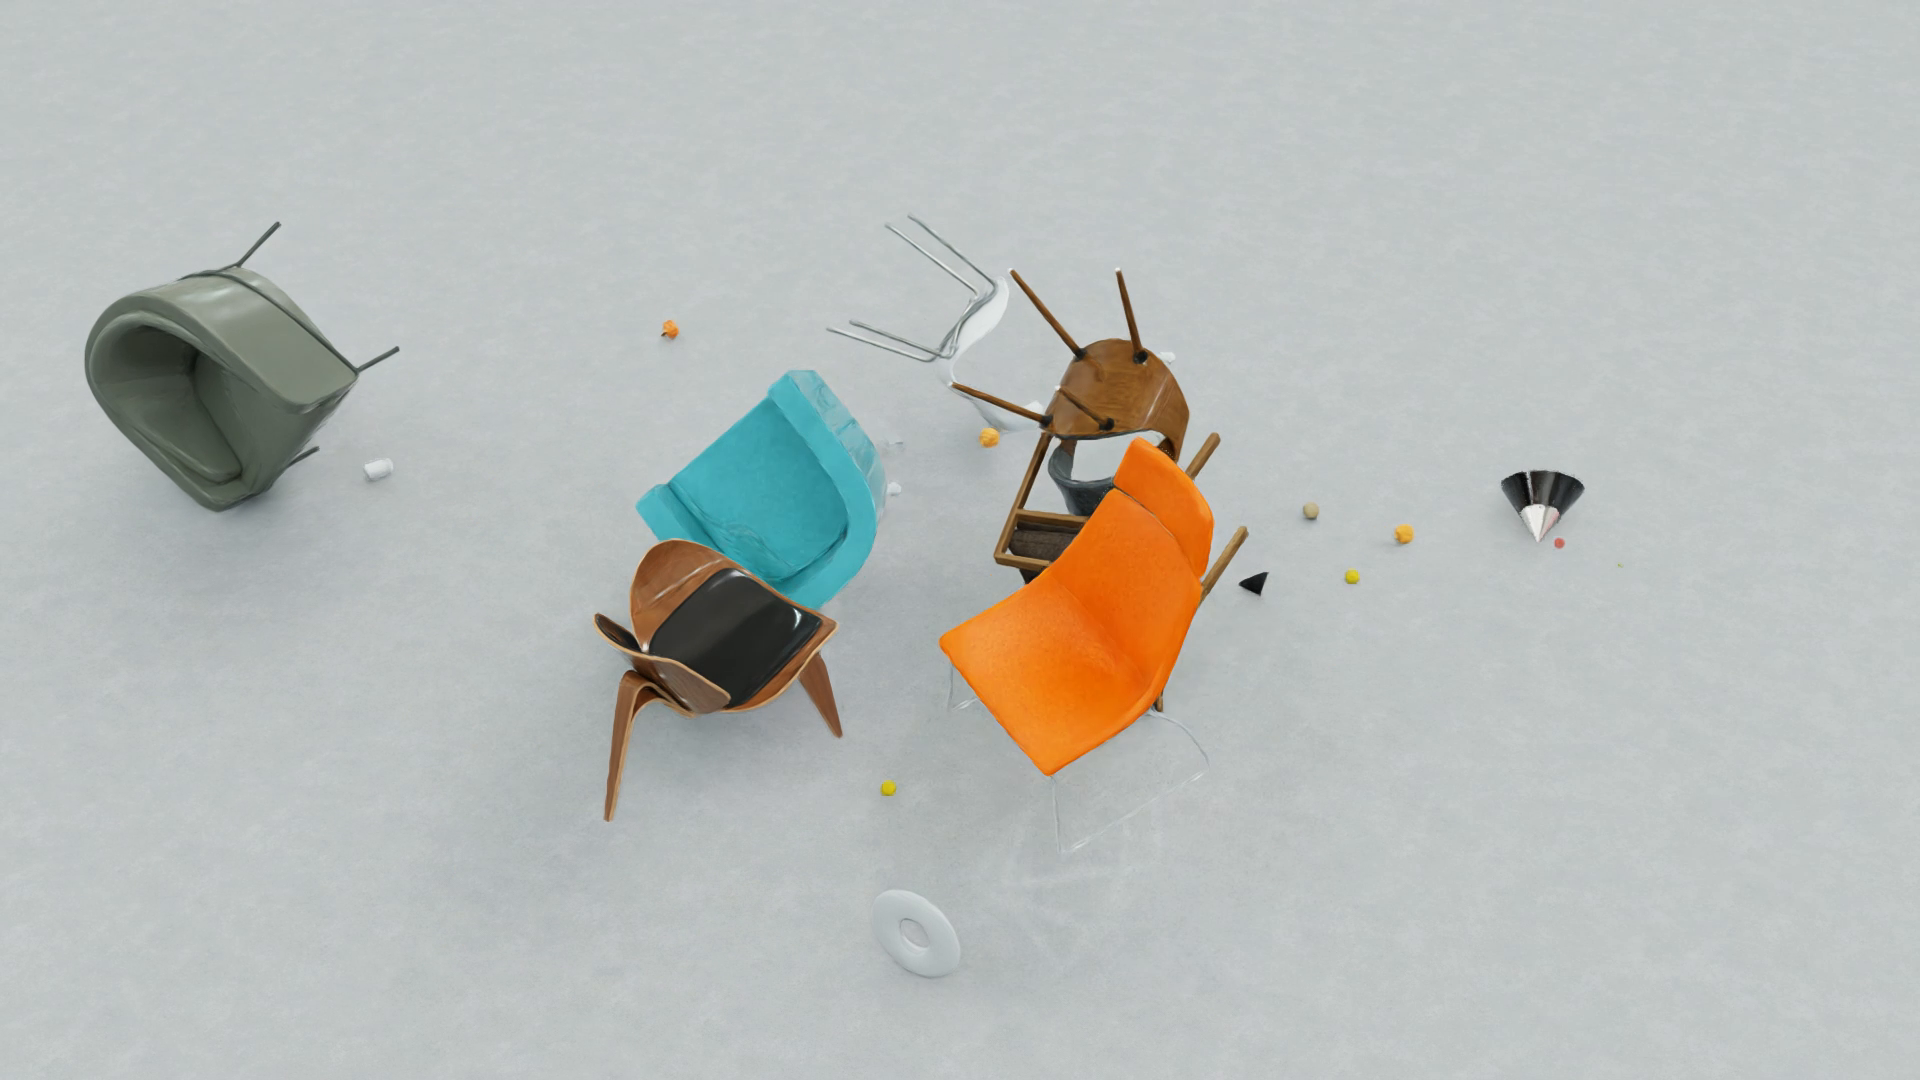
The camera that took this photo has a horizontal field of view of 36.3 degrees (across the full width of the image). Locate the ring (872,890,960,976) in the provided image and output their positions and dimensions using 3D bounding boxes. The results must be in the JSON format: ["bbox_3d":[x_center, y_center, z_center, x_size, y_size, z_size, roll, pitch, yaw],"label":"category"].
[{"bbox_3d":[-0.134,1.189,8.852,0.315,0.322,0.045,-15,20,43],"label":"ring"}]

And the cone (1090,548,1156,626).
[{"bbox_3d":[0.555,0.141,10.431,0.207,0.291,0.213,16,-4,-14],"label":"cone"}]

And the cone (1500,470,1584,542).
[{"bbox_3d":[2.173,-0.093,10.980,0.312,0.267,0.234,2,63,14],"label":"cone"}]

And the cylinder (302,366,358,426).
[{"bbox_3d":[-2.430,-0.558,11.311,0.109,0.085,0.219,32,73,8],"label":"cylinder"}]

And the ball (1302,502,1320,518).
[{"bbox_3d":[1.325,-0.113,11.058,0.064,0.064,0.064,0,33,0],"label":"ball"}]

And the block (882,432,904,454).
[{"bbox_3d":[-0.262,-0.380,11.478,0.054,0.048,0.080,-14,36,-20],"label":"block"}]

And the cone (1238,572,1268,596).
[{"bbox_3d":[1.077,0.172,10.645,0.119,0.067,0.107,-25,-14,21],"label":"cone"}]

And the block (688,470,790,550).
[{"bbox_3d":[-0.826,-0.114,10.963,0.326,0.144,0.223,11,36,9],"label":"block"}]
